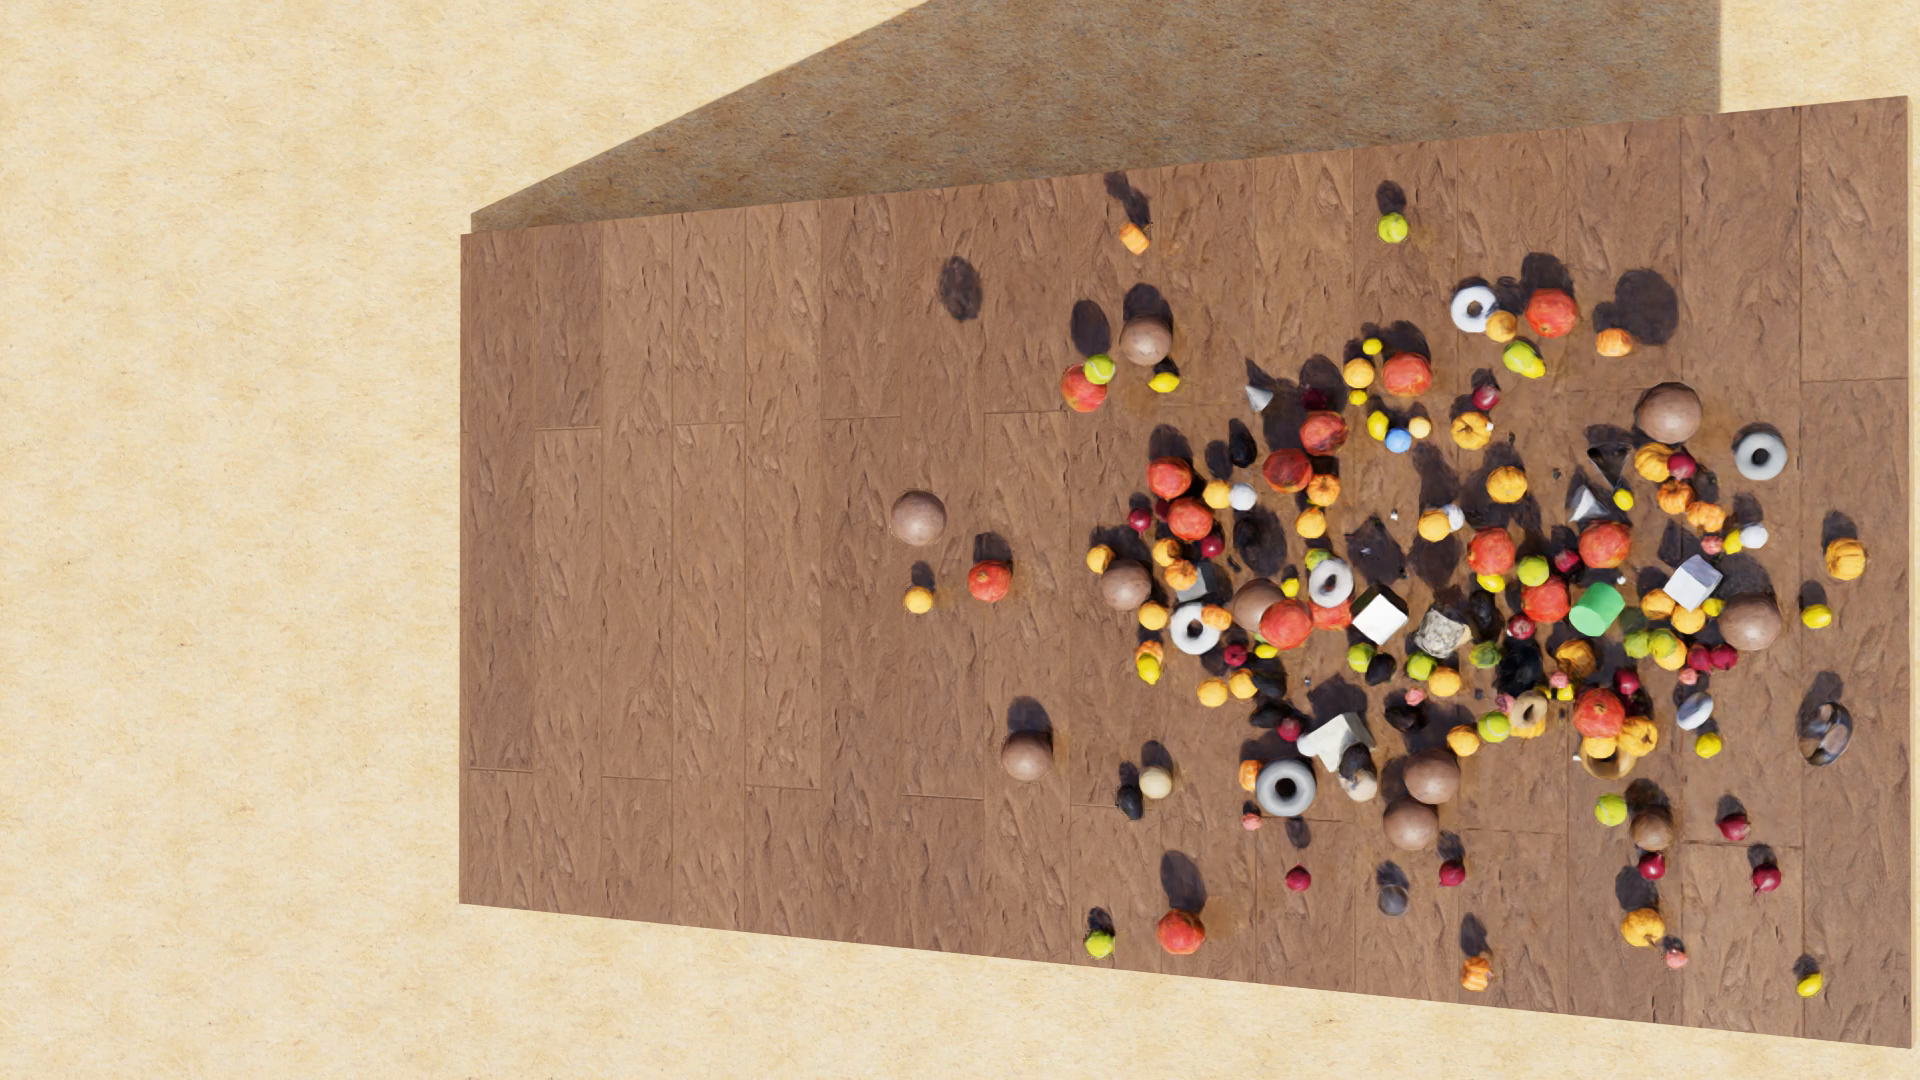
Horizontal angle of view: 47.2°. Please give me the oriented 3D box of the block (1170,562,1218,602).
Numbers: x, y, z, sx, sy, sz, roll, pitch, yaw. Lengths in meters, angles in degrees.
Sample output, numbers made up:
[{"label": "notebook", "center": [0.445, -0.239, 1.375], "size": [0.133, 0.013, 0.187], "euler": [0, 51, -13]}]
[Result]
[{"label": "block", "center": [0.573, 0.103, 5.363], "size": [0.076, 0.076, 0.076], "euler": [-19, 80, 28]}]

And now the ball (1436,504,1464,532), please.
[{"label": "ball", "center": [1.115, -0.050, 5.001], "size": [0.063, 0.063, 0.063], "euler": [0, 89, 0]}]

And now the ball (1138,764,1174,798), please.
[{"label": "ball", "center": [0.481, 0.593, 5.405], "size": [0.084, 0.084, 0.084], "euler": [0, 89, 0]}]

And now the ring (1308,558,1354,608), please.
[{"label": "ring", "center": [0.800, 0.091, 4.740], "size": [0.037, 0.112, 0.112], "euler": [22, 89, -41]}]

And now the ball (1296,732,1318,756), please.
[{"label": "ball", "center": [0.830, 0.484, 5.224], "size": [0.059, 0.059, 0.059], "euler": [0, 89, 0]}]

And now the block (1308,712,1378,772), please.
[{"label": "block", "center": [0.898, 0.474, 5.163], "size": [0.099, 0.099, 0.099], "euler": [-38, 72, 24]}]

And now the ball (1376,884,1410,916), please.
[{"label": "ball", "center": [1.007, 0.838, 5.112], "size": [0.075, 0.075, 0.075], "euler": [0, 89, 0]}]

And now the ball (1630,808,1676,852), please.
[{"label": "ball", "center": [1.516, 0.635, 4.816], "size": [0.095, 0.095, 0.095], "euler": [0, 89, 0]}]

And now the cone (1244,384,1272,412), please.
[{"label": "cone", "center": [0.702, -0.355, 5.270], "size": [0.067, 0.067, 0.067], "euler": [35, 89, -31]}]

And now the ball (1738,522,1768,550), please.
[{"label": "ball", "center": [1.699, -0.010, 4.707], "size": [0.060, 0.060, 0.060], "euler": [0, 89, 0]}]

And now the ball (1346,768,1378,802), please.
[{"label": "ball", "center": [0.939, 0.574, 5.152], "size": [0.078, 0.078, 0.078], "euler": [0, 89, 0]}]

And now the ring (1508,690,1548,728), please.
[{"label": "ring", "center": [1.263, 0.375, 4.882], "size": [0.098, 0.033, 0.098], "euler": [-13, 125, -19]}]

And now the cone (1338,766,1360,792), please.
[{"label": "cone", "center": [0.891, 0.549, 5.108], "size": [0.058, 0.058, 0.058], "euler": [-17, 63, 37]}]

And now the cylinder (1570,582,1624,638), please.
[{"label": "cylinder", "center": [1.396, 0.153, 4.821], "size": [0.086, 0.086, 0.086], "euler": [46, 61, 0]}]

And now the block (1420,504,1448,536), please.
[{"label": "block", "center": [1.098, -0.045, 5.067], "size": [0.061, 0.061, 0.061], "euler": [10, 95, 8]}]

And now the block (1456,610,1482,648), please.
[{"label": "block", "center": [1.143, 0.206, 5.045], "size": [0.068, 0.068, 0.068], "euler": [-26, 76, 27]}]

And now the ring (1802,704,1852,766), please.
[{"label": "ring", "center": [1.823, 0.410, 4.631], "size": [0.048, 0.143, 0.143], "euler": [24, 89, -2]}]

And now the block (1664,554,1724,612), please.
[{"label": "block", "center": [1.588, 0.093, 4.762], "size": [0.075, 0.075, 0.075], "euler": [-27, 60, -38]}]

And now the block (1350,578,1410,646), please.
[{"label": "block", "center": [0.959, 0.166, 5.028], "size": [0.093, 0.093, 0.093], "euler": [38, 112, -9]}]

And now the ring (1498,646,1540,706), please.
[{"label": "ring", "center": [1.257, 0.305, 4.949], "size": [0.048, 0.143, 0.143], "euler": [19, 89, -9]}]

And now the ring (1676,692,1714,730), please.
[{"label": "ring", "center": [1.595, 0.370, 4.774], "size": [0.031, 0.094, 0.094], "euler": [39, 90, -11]}]

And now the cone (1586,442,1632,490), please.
[{"label": "cone", "center": [1.449, -0.154, 4.889], "size": [0.097, 0.097, 0.097], "euler": [-15, 110, 0]}]

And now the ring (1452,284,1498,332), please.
[{"label": "ring", "center": [1.182, -0.531, 5.049], "size": [0.111, 0.037, 0.111], "euler": [-1, 87, 30]}]

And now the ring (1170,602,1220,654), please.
[{"label": "ring", "center": [0.575, 0.215, 5.380], "size": [0.131, 0.044, 0.131], "euler": [1, 91, 30]}]

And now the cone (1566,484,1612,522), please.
[{"label": "cone", "center": [1.417, -0.068, 4.910], "size": [0.090, 0.090, 0.090], "euler": [21, 89, 0]}]

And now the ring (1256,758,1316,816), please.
[{"label": "ring", "center": [0.775, 0.588, 5.235], "size": [0.145, 0.048, 0.145], "euler": [0, 98, 3]}]

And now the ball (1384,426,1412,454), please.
[{"label": "ball", "center": [1.018, -0.232, 5.108], "size": [0.062, 0.062, 0.062], "euler": [0, 89, 0]}]

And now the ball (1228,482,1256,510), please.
[{"label": "ball", "center": [0.669, -0.104, 5.204], "size": [0.067, 0.067, 0.067], "euler": [0, 89, 0]}]

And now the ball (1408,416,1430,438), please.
[{"label": "ball", "center": [1.066, -0.262, 5.103], "size": [0.051, 0.051, 0.051], "euler": [0, 89, 0]}]

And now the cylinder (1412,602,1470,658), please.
[{"label": "cylinder", "center": [1.075, 0.202, 4.918], "size": [0.093, 0.093, 0.093], "euler": [24, 111, 0]}]

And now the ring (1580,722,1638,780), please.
[{"label": "ring", "center": [1.440, 0.470, 4.887], "size": [0.130, 0.043, 0.130], "euler": [-4, 84, 34]}]

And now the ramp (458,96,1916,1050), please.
[{"label": "ramp", "center": [0.272, 0.076, 5.634], "size": [4.000, 0.100, 2.000], "euler": [0, 89, 29]}]

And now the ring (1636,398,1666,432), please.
[{"label": "ring", "center": [1.521, -0.276, 4.848], "size": [0.025, 0.075, 0.075], "euler": [15, 89, -32]}]

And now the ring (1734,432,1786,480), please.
[{"label": "ring", "center": [1.724, -0.181, 4.735], "size": [0.109, 0.036, 0.109], "euler": [-9, 74, 32]}]
